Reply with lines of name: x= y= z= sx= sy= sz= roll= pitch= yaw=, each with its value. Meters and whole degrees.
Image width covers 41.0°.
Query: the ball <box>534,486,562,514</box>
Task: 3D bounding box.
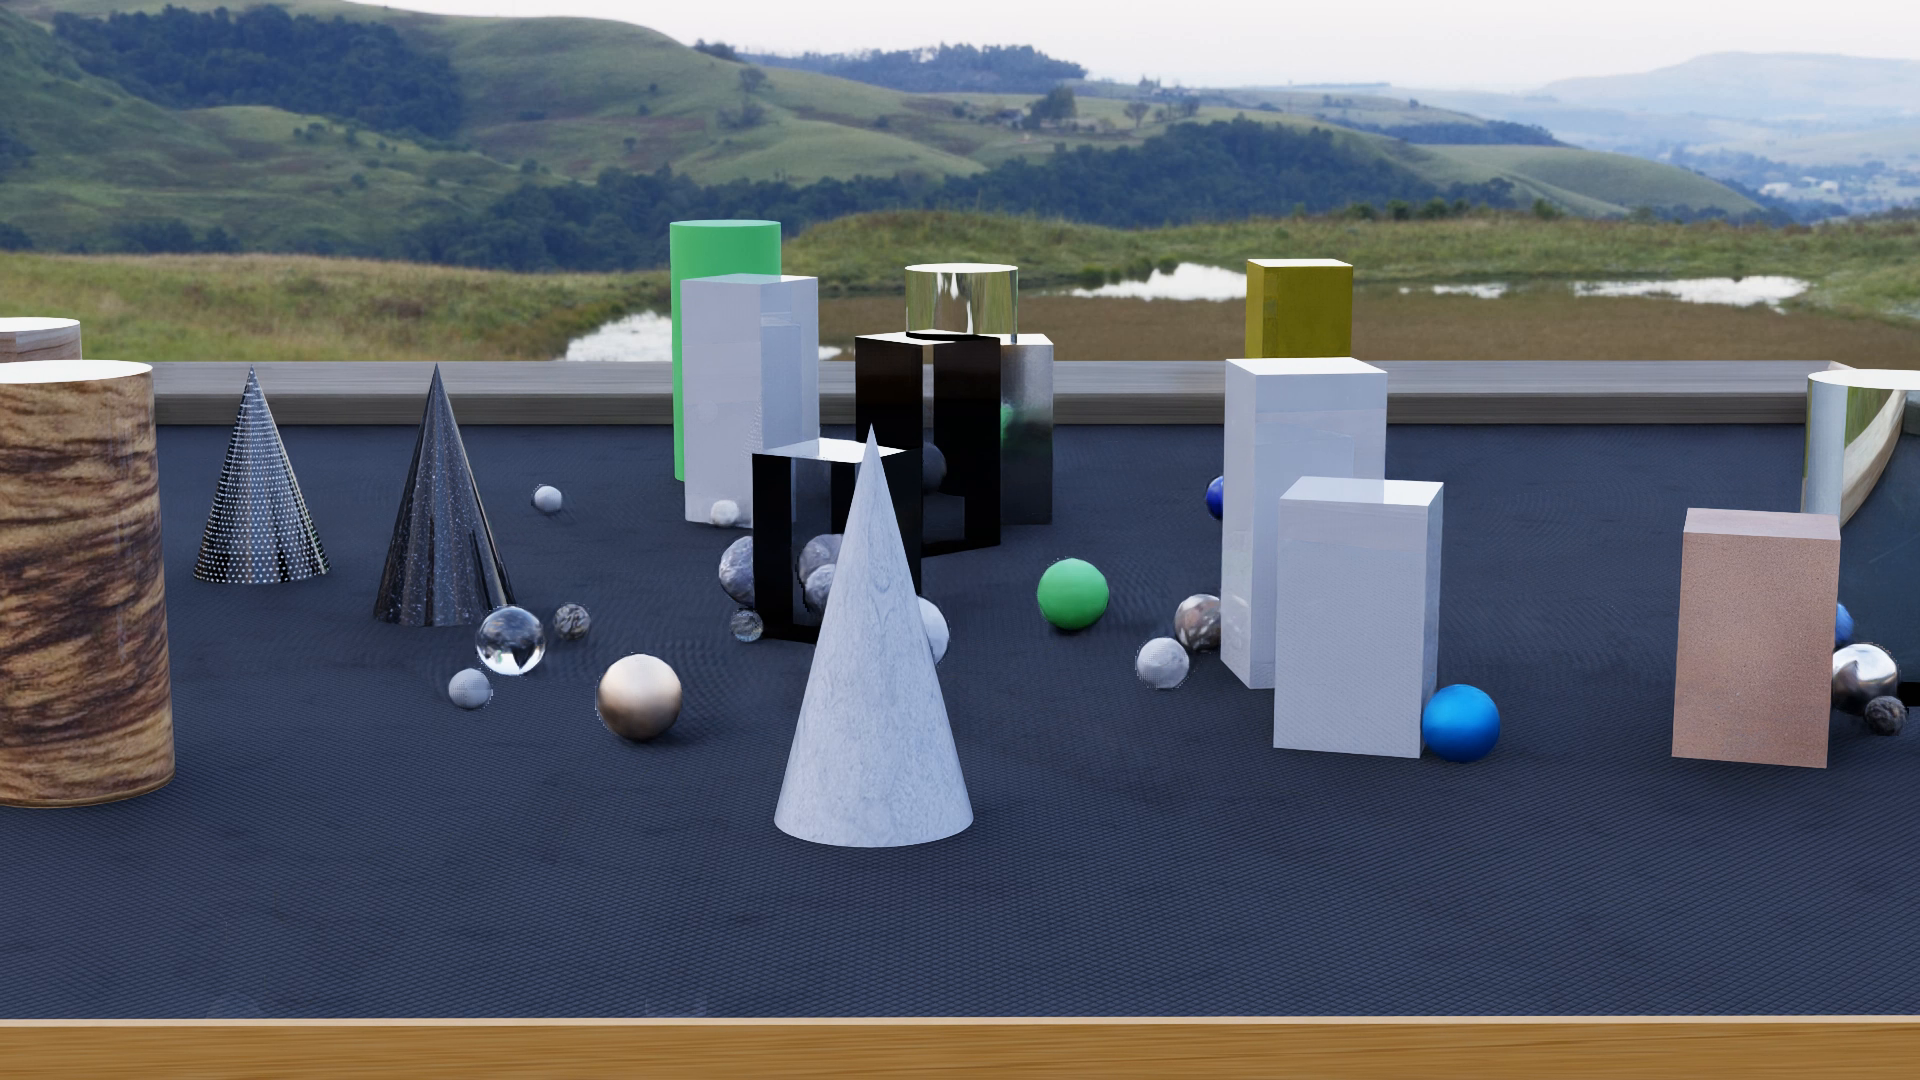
ball: x=-0.676 y=-0.065 z=4.203 sx=0.047 sy=0.047 sz=0.047 roll=0 pitch=11 yaw=0

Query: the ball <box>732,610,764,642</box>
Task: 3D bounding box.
ball: x=-0.271 y=0.110 z=3.275 sx=0.041 sy=0.041 sz=0.041 roll=0 pitch=11 yaw=0

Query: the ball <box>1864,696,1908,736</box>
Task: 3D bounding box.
ball: x=1.017 y=0.193 z=2.818 sx=0.044 sy=0.044 sz=0.044 roll=0 pitch=11 yaw=0

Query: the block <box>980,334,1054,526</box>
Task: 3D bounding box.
block: x=0.064 y=-0.180 z=4.157 sx=0.156 sy=0.290 sz=0.156 roll=-1 pitch=11 yaw=-4

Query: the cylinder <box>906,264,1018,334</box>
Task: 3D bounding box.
cylinder: x=0.003 y=-0.286 z=4.481 sx=0.196 sy=0.379 sz=0.196 roll=0 pitch=11 yaw=0

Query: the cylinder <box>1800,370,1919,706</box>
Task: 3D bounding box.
cylinder: x=1.087 y=-0.006 z=3.010 sx=0.196 sy=0.366 sz=0.196 roll=0 pitch=11 yaw=0

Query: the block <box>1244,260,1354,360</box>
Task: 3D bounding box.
block: x=0.598 y=-0.301 z=4.554 sx=0.156 sy=0.382 sz=0.156 roll=-1 pitch=11 yaw=-5

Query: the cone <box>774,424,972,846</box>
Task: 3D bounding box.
cone: x=-0.084 y=0.080 z=2.479 sx=0.196 sy=0.390 sz=0.196 roll=0 pitch=11 yaw=0

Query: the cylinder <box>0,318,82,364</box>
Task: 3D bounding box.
cylinder: x=-1.299 y=-0.107 z=3.519 sx=0.196 sy=0.378 sz=0.196 roll=0 pitch=11 yaw=0

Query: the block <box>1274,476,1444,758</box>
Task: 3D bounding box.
block: x=0.436 y=0.080 z=2.797 sx=0.156 sy=0.273 sz=0.156 roll=3 pitch=11 yaw=16

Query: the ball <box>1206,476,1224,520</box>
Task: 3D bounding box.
ball: x=0.434 y=-0.067 z=4.136 sx=0.075 sy=0.075 sz=0.075 roll=0 pitch=11 yaw=0

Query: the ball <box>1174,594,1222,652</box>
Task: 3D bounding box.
ball: x=0.304 y=0.104 z=3.210 sx=0.073 sy=0.073 sz=0.073 roll=0 pitch=11 yaw=0

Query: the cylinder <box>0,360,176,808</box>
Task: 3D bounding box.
cylinder: x=-0.909 y=0.040 z=2.602 sx=0.196 sy=0.424 sz=0.196 roll=0 pitch=11 yaw=0

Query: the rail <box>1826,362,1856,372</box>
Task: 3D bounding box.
rail: x=1.773 y=0.031 z=3.459 sx=0.045 sy=0.127 sz=3.675 roll=0 pitch=11 yaw=0

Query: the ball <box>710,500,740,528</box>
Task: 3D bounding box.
ball: x=-0.373 y=-0.041 z=4.074 sx=0.046 sy=0.046 sz=0.046 roll=0 pitch=11 yaw=0

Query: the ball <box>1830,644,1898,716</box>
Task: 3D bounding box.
ball: x=1.006 y=0.156 z=2.867 sx=0.081 sy=0.081 sz=0.081 roll=0 pitch=11 yaw=0

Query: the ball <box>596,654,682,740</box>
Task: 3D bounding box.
ball: x=-0.349 y=0.171 z=2.799 sx=0.093 sy=0.093 sz=0.093 roll=0 pitch=11 yaw=0

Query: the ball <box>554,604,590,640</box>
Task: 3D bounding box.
ball: x=-0.496 y=0.106 z=3.281 sx=0.047 sy=0.047 sz=0.047 roll=0 pitch=11 yaw=0

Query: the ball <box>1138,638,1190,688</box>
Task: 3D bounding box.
ball: x=0.240 y=0.145 z=3.028 sx=0.061 sy=0.061 sz=0.061 roll=0 pitch=11 yaw=0

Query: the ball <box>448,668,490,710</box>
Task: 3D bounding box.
ball: x=-0.560 y=0.171 z=2.930 sx=0.047 sy=0.047 sz=0.047 roll=0 pitch=11 yaw=0

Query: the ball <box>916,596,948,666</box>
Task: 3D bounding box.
ball: x=-0.063 y=0.115 z=3.088 sx=0.098 sy=0.098 sz=0.098 roll=0 pitch=11 yaw=0

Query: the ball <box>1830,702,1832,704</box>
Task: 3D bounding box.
ball: x=0.986 y=0.167 z=2.942 sx=0.050 sy=0.050 sz=0.050 roll=0 pitch=11 yaw=0

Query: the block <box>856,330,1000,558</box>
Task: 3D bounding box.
block: x=-0.049 y=-0.150 z=3.914 sx=0.156 sy=0.320 sz=0.156 roll=-9 pitch=14 yaw=-41

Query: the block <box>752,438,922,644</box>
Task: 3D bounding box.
block: x=-0.158 y=0.002 z=3.316 sx=0.156 sy=0.238 sz=0.156 roll=6 pitch=12 yaw=30

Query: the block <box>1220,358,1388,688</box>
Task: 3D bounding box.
block: x=0.410 y=-0.023 z=3.082 sx=0.156 sy=0.373 sz=0.156 roll=-1 pitch=11 yaw=-7

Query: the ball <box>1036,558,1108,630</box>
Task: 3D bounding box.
ball: x=0.147 y=0.071 z=3.341 sx=0.093 sy=0.093 sz=0.093 roll=0 pitch=11 yaw=0

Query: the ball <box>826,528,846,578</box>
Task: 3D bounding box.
ball: x=-0.139 y=0.025 z=3.530 sx=0.090 sy=0.090 sz=0.090 roll=0 pitch=11 yaw=0

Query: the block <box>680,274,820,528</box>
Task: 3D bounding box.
block: x=-0.336 y=-0.227 z=4.139 sx=0.156 sy=0.388 sz=0.156 roll=6 pitch=12 yaw=31

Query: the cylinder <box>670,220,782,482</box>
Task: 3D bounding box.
cylinder: x=-0.413 y=-0.336 z=4.558 sx=0.196 sy=0.450 sz=0.196 roll=0 pitch=11 yaw=0

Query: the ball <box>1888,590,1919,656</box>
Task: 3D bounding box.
ball: x=1.200 y=0.103 z=3.197 sx=0.082 sy=0.082 sz=0.082 roll=0 pitch=11 yaw=0

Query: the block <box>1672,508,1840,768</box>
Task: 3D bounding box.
block: x=0.857 y=0.102 z=2.763 sx=0.156 sy=0.243 sz=0.156 roll=3 pitch=11 yaw=17

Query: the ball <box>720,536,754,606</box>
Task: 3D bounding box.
ball: x=-0.279 y=0.042 z=3.485 sx=0.097 sy=0.097 sz=0.097 roll=0 pitch=11 yaw=0

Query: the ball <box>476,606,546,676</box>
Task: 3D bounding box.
ball: x=-0.541 y=0.122 z=3.094 sx=0.083 sy=0.083 sz=0.083 roll=0 pitch=11 yaw=0

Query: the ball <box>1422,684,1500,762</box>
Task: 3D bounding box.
ball: x=0.529 y=0.193 z=2.711 sx=0.082 sy=0.082 sz=0.082 roll=0 pitch=11 yaw=0

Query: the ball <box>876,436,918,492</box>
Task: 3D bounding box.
ball: x=-0.120 y=-0.131 z=4.423 sx=0.096 sy=0.096 sz=0.096 roll=0 pitch=11 yaw=0

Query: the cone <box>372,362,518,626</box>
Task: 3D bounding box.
cone: x=-0.694 y=-0.071 z=3.433 sx=0.196 sy=0.338 sz=0.196 roll=0 pitch=11 yaw=0

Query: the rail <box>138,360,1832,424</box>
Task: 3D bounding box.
rail: x=-0.010 y=-0.298 z=5.232 sx=3.594 sy=0.127 sz=0.045 roll=0 pitch=11 yaw=0

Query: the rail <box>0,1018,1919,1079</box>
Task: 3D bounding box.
rail: x=0.010 y=0.363 z=1.665 sx=3.594 sy=0.127 sz=0.045 roll=0 pitch=11 yaw=0

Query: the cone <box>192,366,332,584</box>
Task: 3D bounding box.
cone: x=-1.015 y=-0.104 z=3.707 sx=0.196 sy=0.304 sz=0.196 roll=0 pitch=11 yaw=0
